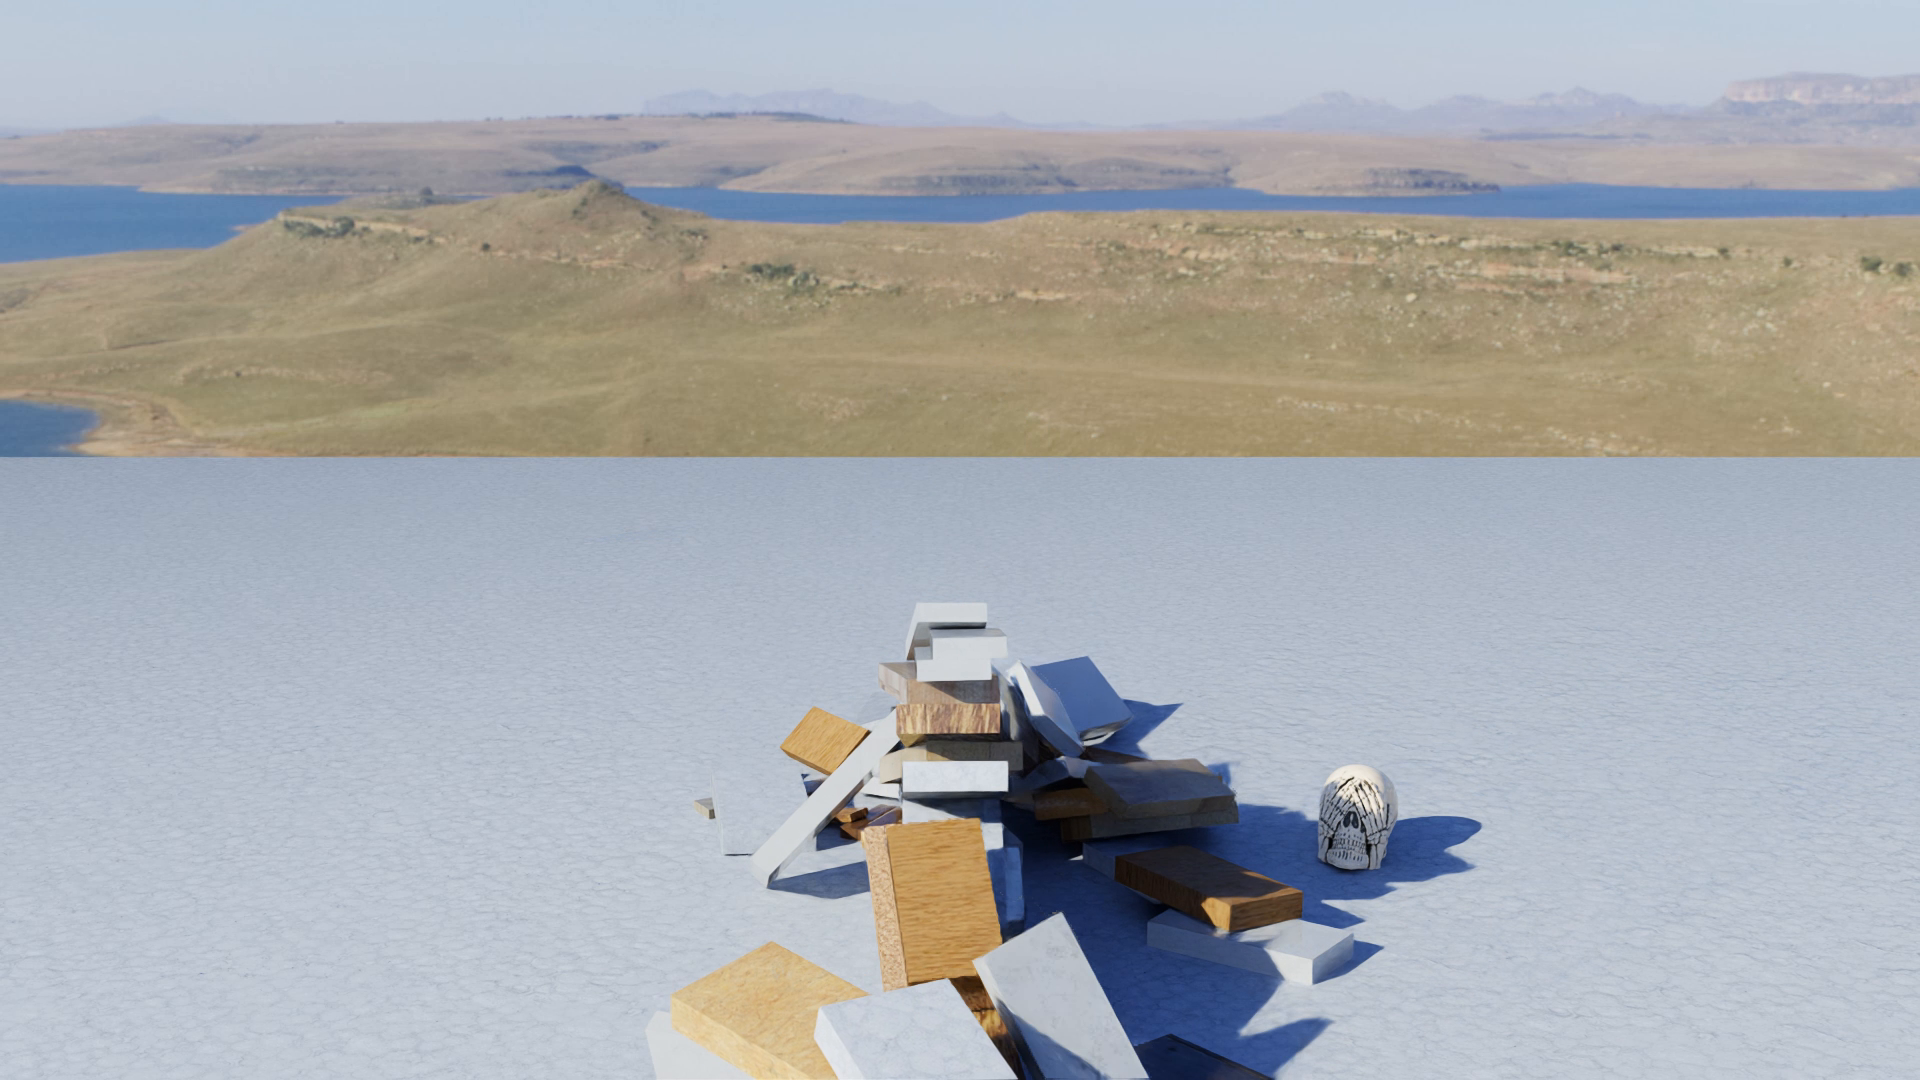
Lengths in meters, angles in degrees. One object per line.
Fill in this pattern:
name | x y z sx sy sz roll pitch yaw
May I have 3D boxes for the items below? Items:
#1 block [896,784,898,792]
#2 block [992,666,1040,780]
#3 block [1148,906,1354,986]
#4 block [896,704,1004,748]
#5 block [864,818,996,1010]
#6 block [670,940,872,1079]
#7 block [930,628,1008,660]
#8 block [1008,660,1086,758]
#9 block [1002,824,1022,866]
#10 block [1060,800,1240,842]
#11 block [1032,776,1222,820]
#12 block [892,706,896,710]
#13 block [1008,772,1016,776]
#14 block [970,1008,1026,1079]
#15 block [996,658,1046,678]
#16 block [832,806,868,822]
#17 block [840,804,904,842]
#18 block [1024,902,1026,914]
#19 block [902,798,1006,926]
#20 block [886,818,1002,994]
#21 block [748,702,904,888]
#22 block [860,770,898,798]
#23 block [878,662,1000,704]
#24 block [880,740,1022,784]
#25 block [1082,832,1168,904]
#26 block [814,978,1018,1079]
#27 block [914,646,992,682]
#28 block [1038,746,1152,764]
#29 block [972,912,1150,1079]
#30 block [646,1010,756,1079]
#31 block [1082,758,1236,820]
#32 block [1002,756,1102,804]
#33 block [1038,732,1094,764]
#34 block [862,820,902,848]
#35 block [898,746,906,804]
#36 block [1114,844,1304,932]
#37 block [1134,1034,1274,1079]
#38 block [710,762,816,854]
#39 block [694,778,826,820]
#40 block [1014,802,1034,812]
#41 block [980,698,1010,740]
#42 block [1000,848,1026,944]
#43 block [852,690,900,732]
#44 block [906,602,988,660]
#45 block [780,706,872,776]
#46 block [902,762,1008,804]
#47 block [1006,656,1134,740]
block | -0.037 0.454 4.140 0.076 0.021 0.262 -1 -2 21
block | 0.077 0.312 3.886 0.038 0.134 0.268 -43 12 12
block | 0.449 0.618 3.407 0.284 0.040 0.142 7 13 35
block | -0.012 0.279 3.254 0.147 0.042 0.294 -1 -10 2
block | -0.041 0.497 2.914 0.142 0.040 0.284 -5 43 -6
block | -0.175 0.616 2.719 0.349 0.049 0.175 19 28 38
block | 0.011 0.150 3.197 0.105 0.030 0.210 -1 1 -2
block | 0.155 0.309 3.989 0.110 0.031 0.220 43 9 -24
block | 0.005 0.476 3.529 0.130 0.037 0.260 -1 6 -13
block | 0.336 0.499 3.909 0.283 0.040 0.142 -3 -9 -21
block | 0.306 0.463 3.947 0.168 0.048 0.336 -13 -11 42
block | -0.019 0.353 4.230 0.169 0.048 0.338 0 -1 -12
block | 0.103 0.455 4.265 0.073 0.021 0.147 7 13 -20
block | 0.003 0.667 2.730 0.142 0.040 0.367 -3 20 -8
block | 0.131 0.317 4.655 0.166 0.047 0.331 12 13 25
block | -0.219 0.504 4.024 0.096 0.014 0.048 -10 5 41
block | -0.148 0.516 4.006 0.076 0.021 0.151 5 12 26
block | 0.008 0.571 3.391 0.176 0.050 0.352 0 -4 0
block | -0.010 0.451 3.095 0.142 0.040 0.284 0 22 -1
block | -0.019 0.479 2.878 0.126 0.036 0.253 -5 43 -6
block | -0.180 0.395 3.691 0.454 0.042 0.147 -45 -7 -16
block | -0.051 0.419 4.364 0.121 0.034 0.474 6 14 25
block | -0.036 0.213 3.304 0.134 0.038 0.326 -1 1 -9
block | -0.018 0.344 3.379 0.147 0.042 0.304 2 -11 -15
block | 0.322 0.558 3.748 0.121 0.034 0.242 -5 12 -26
block | 0.020 0.693 2.481 0.175 0.049 0.499 -6 34 -29
block | -0.013 0.180 3.227 0.105 0.030 0.275 -1 1 -2
block | 0.133 0.424 4.487 0.553 0.028 0.098 8 13 38
block | 0.131 0.612 2.765 0.126 0.253 0.036 -24 -8 -28
block | -0.271 0.680 2.824 0.253 0.126 0.036 4 32 19
block | 0.346 0.429 3.805 0.278 0.031 0.110 1 31 -43
block | 0.182 0.438 3.966 0.134 0.038 0.268 -22 -17 19
block | 0.147 0.374 4.234 0.048 0.168 0.336 -45 31 -9
block | -0.051 0.458 3.296 0.185 0.026 0.093 8 12 44
block | -0.020 0.366 3.850 0.169 0.048 0.338 0 19 -1
block | 0.395 0.555 3.525 0.147 0.042 0.294 -4 10 -32
block | 0.323 0.722 2.842 0.147 0.042 0.294 -9 13 -39
block | -0.363 0.488 4.021 0.166 0.047 0.331 0 14 -10
block | -0.304 0.482 4.198 0.417 0.019 0.067 -6 12 -31
block | 0.170 0.488 4.164 0.067 0.019 0.133 12 15 42
block | -0.001 0.283 3.505 0.142 0.040 0.363 -1 -10 4
block | 0.001 0.516 3.163 0.176 0.050 0.352 0 8 0
block | -0.119 0.357 4.595 0.168 0.048 0.383 -15 5 6
block | -0.022 0.142 3.369 0.105 0.030 0.210 0 -19 -6
block | -0.265 0.406 4.392 0.110 0.031 0.220 -50 31 -15
block | -0.011 0.356 3.212 0.147 0.042 0.294 0 -10 -2
block | 0.226 0.332 4.540 0.166 0.047 0.331 53 24 17
